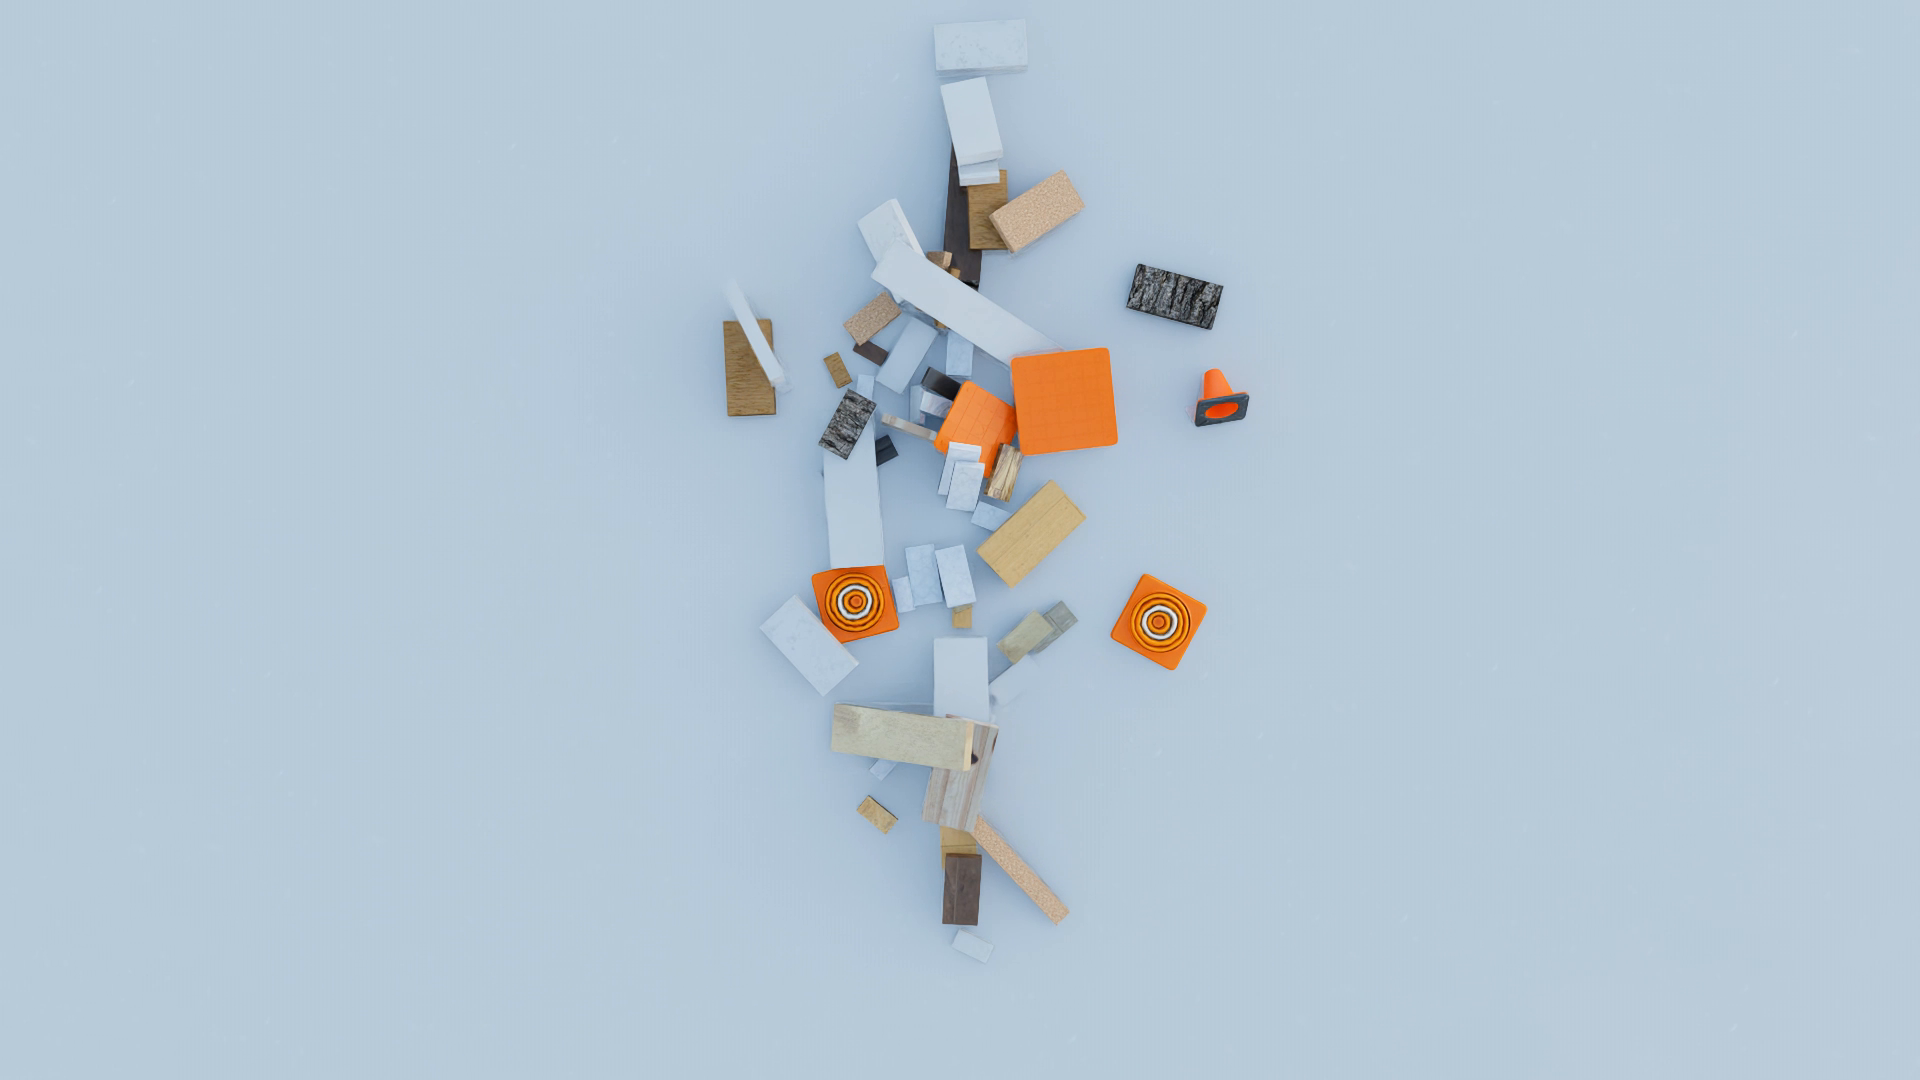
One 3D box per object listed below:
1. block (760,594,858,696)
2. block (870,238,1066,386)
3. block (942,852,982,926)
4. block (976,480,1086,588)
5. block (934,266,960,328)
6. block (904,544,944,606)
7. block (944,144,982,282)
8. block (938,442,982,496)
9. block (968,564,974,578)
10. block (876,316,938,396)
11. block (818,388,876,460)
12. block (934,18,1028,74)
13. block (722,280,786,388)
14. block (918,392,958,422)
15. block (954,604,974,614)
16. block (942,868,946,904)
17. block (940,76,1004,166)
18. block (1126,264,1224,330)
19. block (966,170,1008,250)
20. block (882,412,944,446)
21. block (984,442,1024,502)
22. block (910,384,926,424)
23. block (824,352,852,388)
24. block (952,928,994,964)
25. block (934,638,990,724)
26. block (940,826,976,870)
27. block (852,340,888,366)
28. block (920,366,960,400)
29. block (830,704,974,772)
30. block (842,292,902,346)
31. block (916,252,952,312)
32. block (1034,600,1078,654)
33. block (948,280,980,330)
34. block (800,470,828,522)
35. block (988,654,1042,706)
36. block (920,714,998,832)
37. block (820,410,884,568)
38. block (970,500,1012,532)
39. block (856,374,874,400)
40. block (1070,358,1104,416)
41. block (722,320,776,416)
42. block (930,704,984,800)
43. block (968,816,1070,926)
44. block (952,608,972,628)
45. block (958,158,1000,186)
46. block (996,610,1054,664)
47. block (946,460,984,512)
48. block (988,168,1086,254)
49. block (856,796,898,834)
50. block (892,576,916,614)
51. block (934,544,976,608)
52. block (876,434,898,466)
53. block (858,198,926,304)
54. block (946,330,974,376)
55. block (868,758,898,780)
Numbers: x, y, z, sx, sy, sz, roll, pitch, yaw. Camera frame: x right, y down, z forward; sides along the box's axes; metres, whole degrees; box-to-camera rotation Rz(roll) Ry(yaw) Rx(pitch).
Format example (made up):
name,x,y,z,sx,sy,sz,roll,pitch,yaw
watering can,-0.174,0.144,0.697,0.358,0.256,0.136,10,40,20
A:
name,x,y,z,sx,sy,sz,roll,pitch,yaw
block,-0.499,0.350,5.464,0.156,0.044,0.312,-43,90,11
block,0.030,-0.739,5.382,0.670,0.041,0.146,31,100,-15
block,0.006,1.150,5.431,0.118,0.034,0.237,3,102,-1
block,0.235,-0.020,5.457,0.345,0.049,0.172,-43,96,-3
block,-0.043,-0.800,5.428,0.028,0.098,0.196,12,104,-11
block,-0.120,0.115,5.486,0.097,0.028,0.194,-9,90,0
block,0.019,-1.090,5.482,0.130,0.037,0.453,5,90,0
block,-0.003,-0.229,5.410,0.105,0.030,0.210,8,135,-7
block,0.007,0.140,5.478,0.063,0.018,0.127,6,78,1
block,-0.175,-0.612,5.486,0.098,0.028,0.244,31,90,0
block,-0.370,-0.380,5.416,0.105,0.030,0.210,29,89,1
block,0.069,-1.639,5.479,0.303,0.043,0.152,-3,90,0
block,-0.672,-0.671,5.368,0.049,0.172,0.345,-27,90,-4
block,-0.075,-0.442,5.458,0.128,0.018,0.064,17,82,-28
block,-0.010,0.174,5.453,0.063,0.018,0.127,-21,79,-4
block,-0.004,1.047,5.483,0.118,0.034,0.377,0,90,0
block,0.038,-1.376,5.418,0.152,0.043,0.303,-12,66,0
block,0.713,-0.808,5.479,0.292,0.041,0.146,15,90,0
block,0.091,-1.090,5.446,0.130,0.037,0.259,-2,91,-9
block,-0.156,-0.364,5.447,0.210,0.105,0.030,21,87,0
block,0.148,-0.223,5.466,0.090,0.025,0.179,18,90,-32
block,-0.141,-0.448,5.468,0.018,0.064,0.128,1,90,-33
block,-0.407,-0.565,5.492,0.054,0.015,0.109,-26,90,0
block,0.042,1.351,5.491,0.127,0.018,0.063,26,90,0
block,0.005,0.500,5.420,0.175,0.050,0.351,-1,79,0
block,-0.006,0.964,5.450,0.118,0.034,0.237,-2,90,0
block,-0.298,-0.628,5.492,0.109,0.015,0.054,30,90,0
block,-0.064,-0.517,5.460,0.128,0.018,0.064,27,88,-29
block,-0.192,0.637,5.356,0.505,0.044,0.156,4,90,30
block,-0.291,-0.735,5.478,0.179,0.025,0.090,-39,88,-5
block,-0.088,-0.855,5.454,0.028,0.098,0.196,12,90,-40
block,0.299,0.290,5.488,0.175,0.025,0.088,-40,90,0
block,0.011,-0.776,5.453,0.085,0.024,0.170,7,77,1
block,-0.459,-0.146,5.489,0.077,0.022,0.155,-34,90,0
block,0.182,0.466,5.488,0.175,0.025,0.088,-39,90,0
block,-0.001,0.755,5.344,0.175,0.050,0.351,14,95,-1
block,-0.357,-0.172,5.452,0.172,0.049,0.523,-4,89,0
block,0.129,-0.063,5.489,0.172,0.022,0.077,22,90,0
block,-0.317,-0.494,5.492,0.054,0.015,0.109,7,90,0
block,0.424,-0.510,5.487,0.090,0.025,0.179,-8,90,0
block,-0.699,-0.571,5.478,0.156,0.044,0.312,-3,90,0
block,-0.005,0.676,5.436,0.176,0.050,0.351,2,79,0
block,0.170,1.069,5.449,0.063,0.018,0.516,-44,98,-9
block,0.007,0.228,5.491,0.063,0.018,0.127,1,90,0
block,0.051,-1.287,5.427,0.130,0.037,0.259,-5,65,-2
block,0.214,0.322,5.463,0.175,0.025,0.088,-43,90,0
block,0.016,-0.178,5.418,0.097,0.028,0.194,8,134,-5
block,0.255,-1.085,5.441,0.292,0.041,0.146,-34,98,-11
block,-0.276,0.916,5.491,0.127,0.018,0.063,39,90,0
block,-0.188,0.182,5.479,0.057,0.016,0.113,-12,90,30
block,-0.015,0.121,5.440,0.097,0.028,0.194,-13,79,-3
block,-0.290,-0.281,5.488,0.155,0.022,0.077,-27,89,0
block,-0.208,-0.952,5.439,0.152,0.043,0.303,-26,90,35
block,0.000,-0.629,5.464,0.085,0.024,0.170,4,91,0
block,-0.244,0.740,5.484,0.057,0.016,0.113,43,90,-17
